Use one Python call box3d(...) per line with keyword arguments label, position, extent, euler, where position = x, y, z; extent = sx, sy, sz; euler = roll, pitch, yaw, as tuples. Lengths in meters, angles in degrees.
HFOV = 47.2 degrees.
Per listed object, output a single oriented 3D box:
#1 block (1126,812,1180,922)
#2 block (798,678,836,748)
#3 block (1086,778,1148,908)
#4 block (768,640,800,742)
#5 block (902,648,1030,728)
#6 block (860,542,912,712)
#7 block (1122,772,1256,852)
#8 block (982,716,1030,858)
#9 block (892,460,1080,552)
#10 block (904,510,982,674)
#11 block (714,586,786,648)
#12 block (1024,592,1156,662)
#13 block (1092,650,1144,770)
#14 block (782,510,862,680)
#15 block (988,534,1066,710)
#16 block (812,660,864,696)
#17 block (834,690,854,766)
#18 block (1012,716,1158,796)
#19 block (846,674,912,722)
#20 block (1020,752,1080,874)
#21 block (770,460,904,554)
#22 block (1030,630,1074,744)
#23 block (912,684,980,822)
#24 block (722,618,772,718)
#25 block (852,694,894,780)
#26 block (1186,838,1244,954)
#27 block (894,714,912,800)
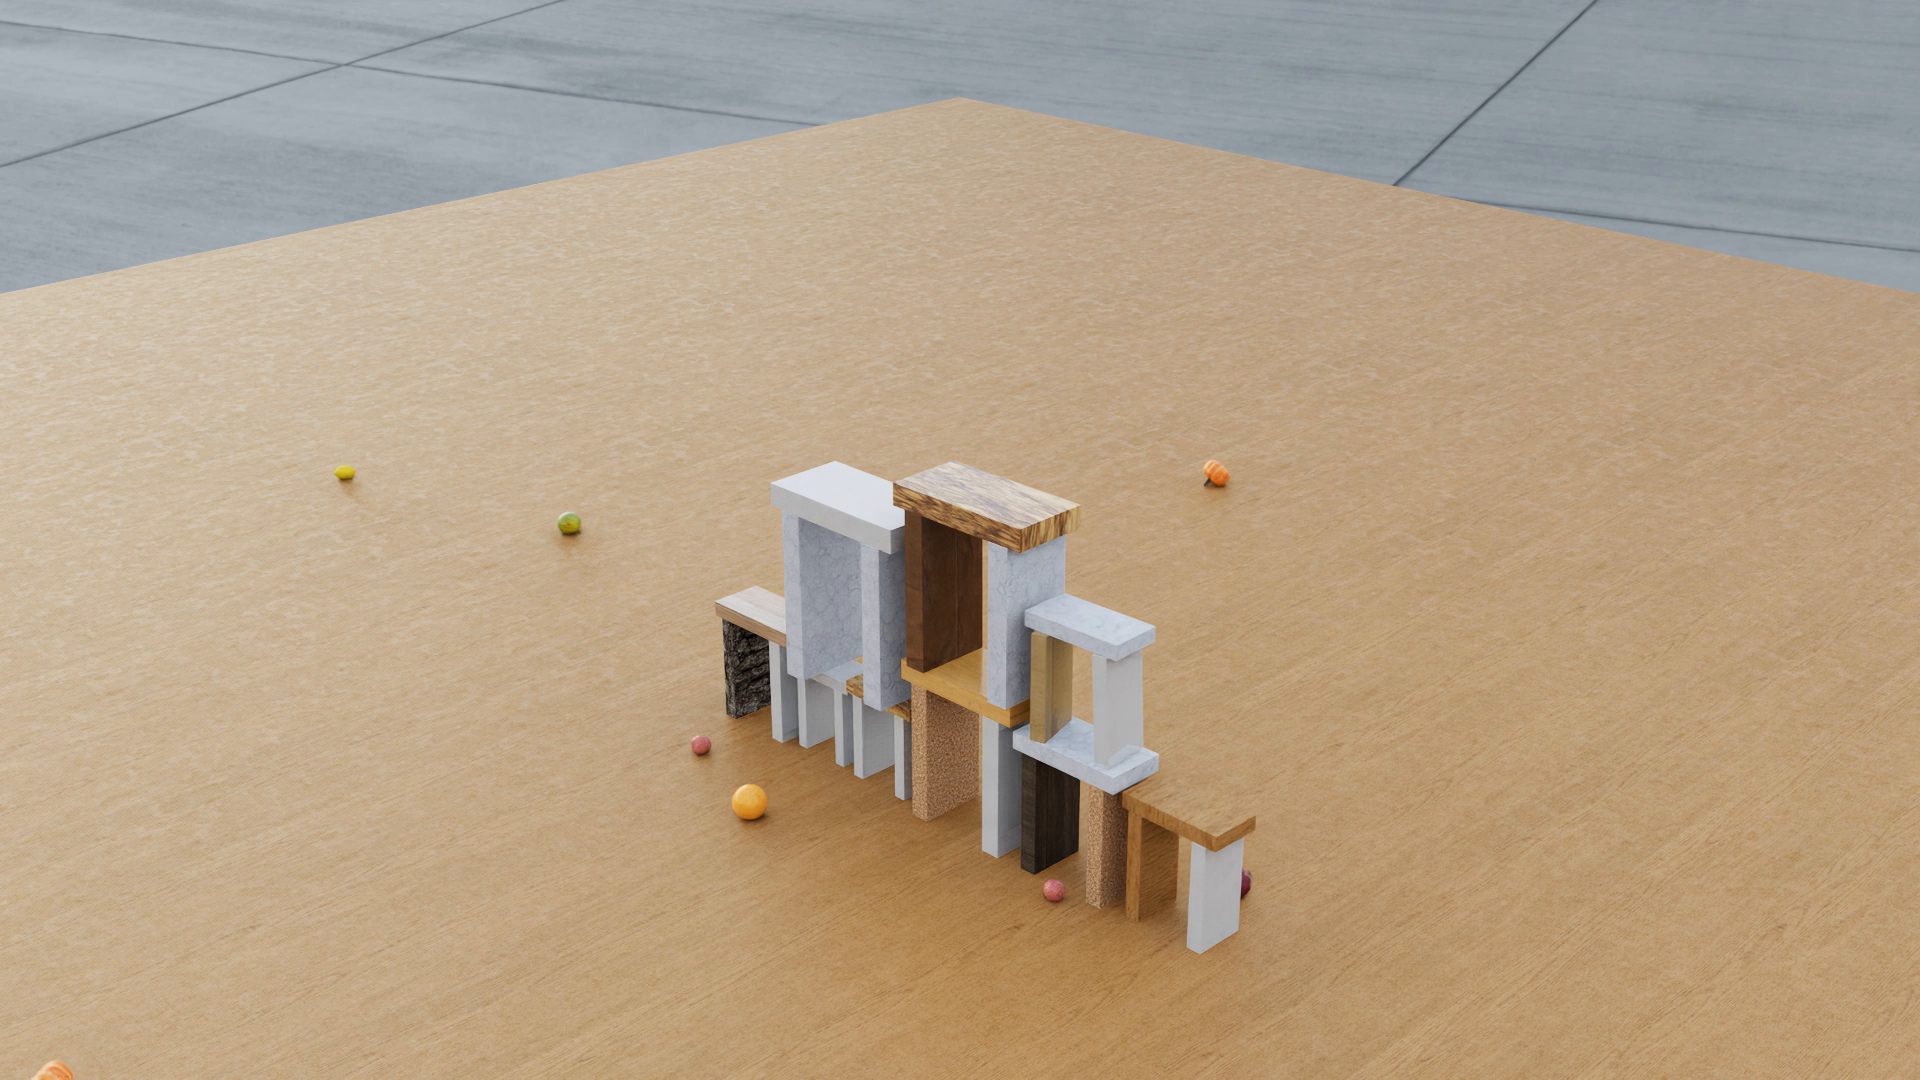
box3d(label="block", position=(0.359, 0.589, 4.088), extent=(0.111, 0.222, 0.031), euler=(-21, 31, -41))
box3d(label="block", position=(-0.305, 0.351, 4.711), extent=(0.025, 0.175, 0.087), euler=(21, 31, 41))
box3d(label="block", position=(0.295, 0.553, 4.132), extent=(0.127, 0.254, 0.036), euler=(-21, 31, -41))
box3d(label="block", position=(-0.352, 0.308, 4.734), extent=(0.033, 0.234, 0.117), euler=(21, 31, 41))
box3d(label="block", position=(0.042, 0.275, 4.299), extent=(0.148, 0.042, 0.297), euler=(-21, 31, -41))
box3d(label="block", position=(-0.114, 0.150, 4.406), extent=(0.050, 0.353, 0.176), euler=(21, 31, 40))
box3d(label="block", position=(0.414, 0.492, 3.992), extent=(0.111, 0.031, 0.222), euler=(-21, 31, -40))
box3d(label="block", position=(0.111, 0.459, 4.300), extent=(0.042, 0.297, 0.148), euler=(21, 31, 41))
box3d(label="block", position=(0.048, -0.066, 4.142), extent=(0.330, 0.047, 0.165), euler=(21, 31, 40))
box3d(label="block", position=(-0.030, 0.078, 4.285), extent=(0.047, 0.330, 0.165), euler=(21, 31, 41))
box3d(label="block", position=(-0.407, 0.164, 4.733), extent=(0.234, 0.033, 0.117), euler=(21, 31, 41))
box3d(label="block", position=(0.238, 0.158, 4.037), extent=(0.221, 0.031, 0.111), euler=(20, 30, 40))
box3d(label="block", position=(0.290, 0.297, 4.033), extent=(0.031, 0.221, 0.111), euler=(15, 27, 38))
box3d(label="block", position=(-0.281, 0.092, 4.563), extent=(0.050, 0.368, 0.176), euler=(21, 30, 40))
box3d(label="block", position=(0.125, 0.138, 4.144), extent=(0.047, 0.330, 0.165), euler=(20, 30, 39))
box3d(label="block", position=(-0.264, 0.275, 4.634), extent=(0.087, 0.025, 0.175), euler=(-21, 31, -40))
box3d(label="block", position=(-0.223, 0.383, 4.635), extent=(0.025, 0.175, 0.087), euler=(21, 31, 41))
box3d(label="block", position=(0.235, 0.397, 4.130), extent=(0.127, 0.036, 0.254), euler=(-21, 31, -41))
box3d(label="block", position=(-0.135, 0.314, 4.504), extent=(0.188, 0.027, 0.094), euler=(21, 31, 41))
box3d(label="block", position=(0.175, 0.507, 4.242), extent=(0.036, 0.254, 0.127), euler=(21, 31, 41))
box3d(label="block", position=(-0.197, -0.068, 4.404), extent=(0.353, 0.050, 0.176), euler=(21, 31, 41))
box3d(label="block", position=(0.172, 0.258, 4.127), extent=(0.031, 0.221, 0.111), euler=(13, 26, 27))
box3d(label="block", position=(-0.029, 0.404, 4.429), extent=(0.042, 0.297, 0.148), euler=(21, 31, 41))
box3d(label="block", position=(-0.462, 0.265, 4.836), extent=(0.033, 0.234, 0.117), euler=(21, 31, 41))
box3d(label="block", position=(-0.178, 0.395, 4.588), extent=(0.094, 0.188, 0.027), euler=(-21, 31, -40))
box3d(label="block", position=(0.464, 0.630, 3.992), extent=(0.111, 0.222, 0.031), euler=(-21, 31, -41))
box3d(label="block", position=(-0.090, 0.430, 4.506), extent=(0.027, 0.188, 0.094), euler=(21, 31, 41))
